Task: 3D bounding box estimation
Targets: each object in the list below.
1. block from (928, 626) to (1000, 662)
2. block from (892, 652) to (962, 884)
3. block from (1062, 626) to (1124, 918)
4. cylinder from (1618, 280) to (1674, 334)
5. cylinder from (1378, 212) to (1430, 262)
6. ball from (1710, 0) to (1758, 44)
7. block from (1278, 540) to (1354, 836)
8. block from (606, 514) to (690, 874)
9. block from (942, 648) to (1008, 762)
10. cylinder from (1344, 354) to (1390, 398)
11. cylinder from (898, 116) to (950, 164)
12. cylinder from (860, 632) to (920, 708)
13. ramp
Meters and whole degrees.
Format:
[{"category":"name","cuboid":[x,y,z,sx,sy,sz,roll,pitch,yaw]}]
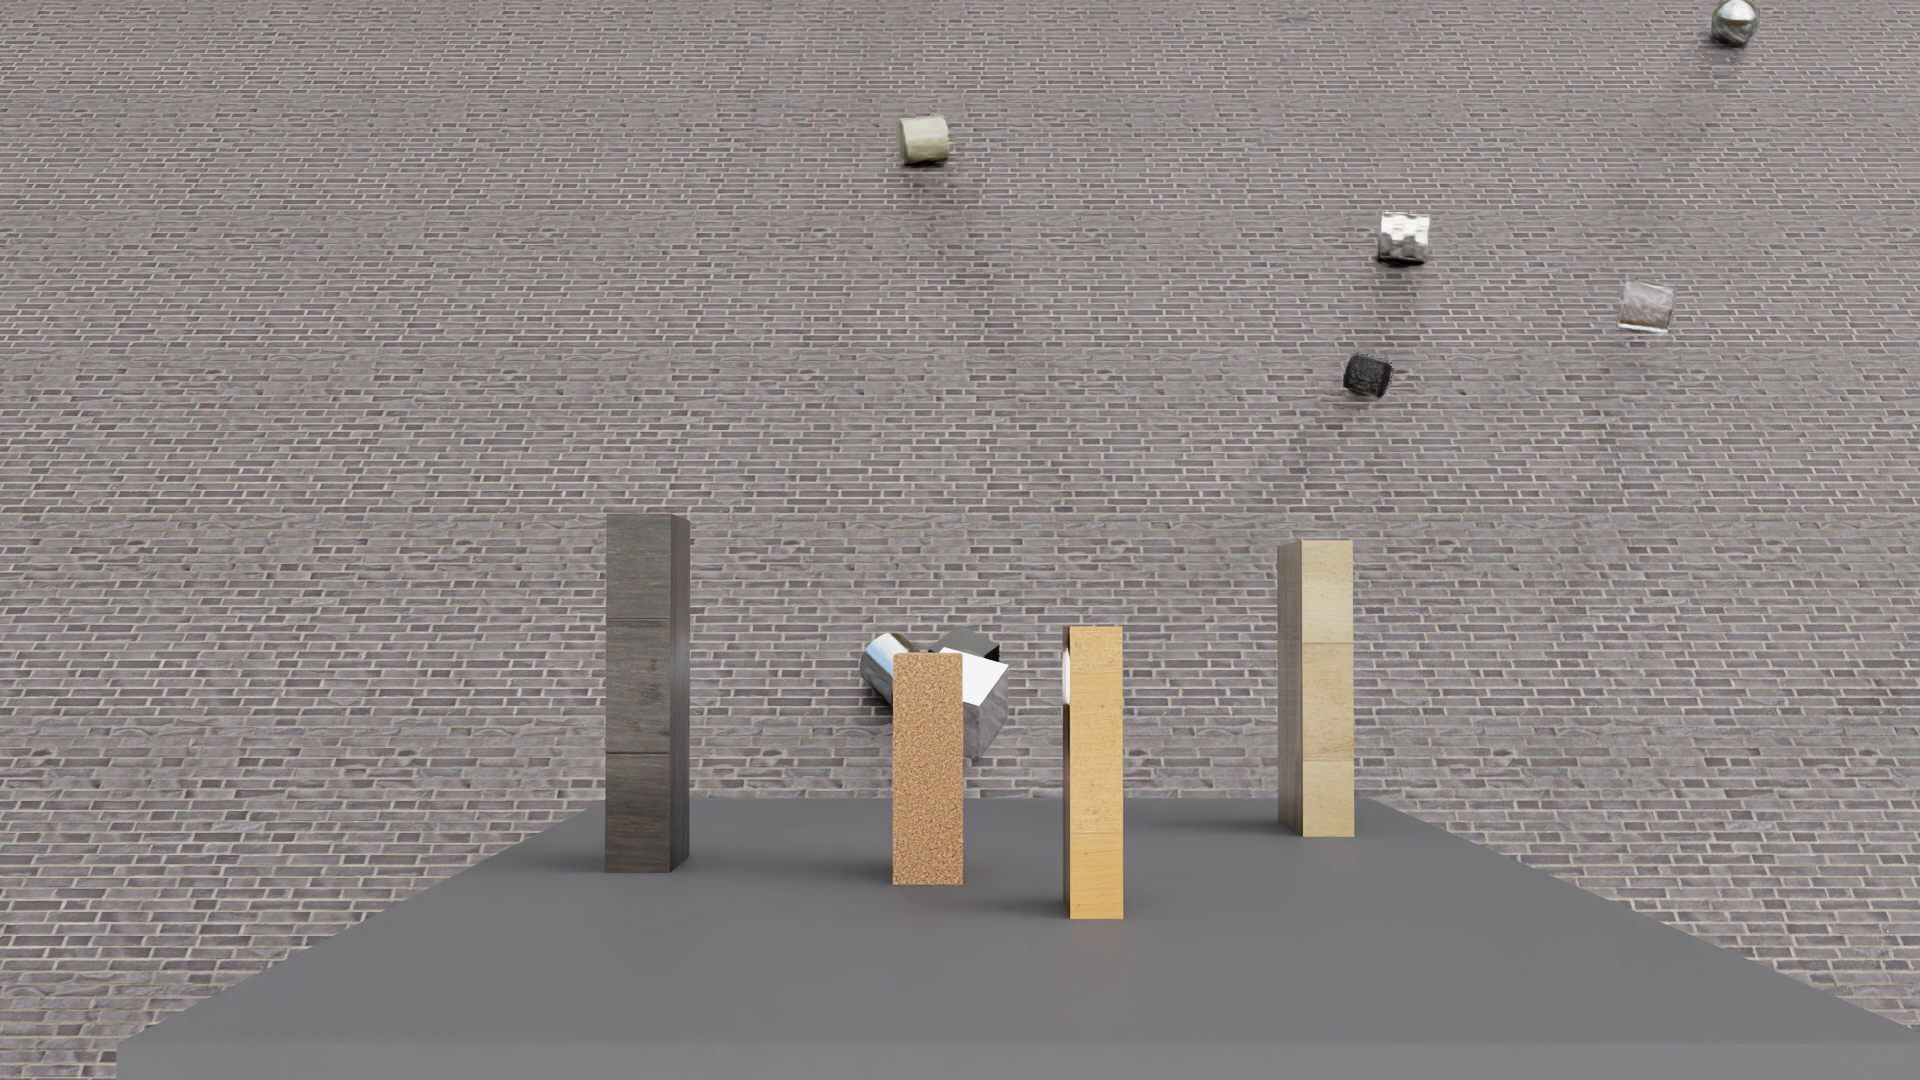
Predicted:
[{"category":"block","cuboid":[0.010,0.356,7.313,0.143,0.143,0.143,26,42,32]},{"category":"block","cuboid":[-0.057,0.411,4.770,0.123,0.403,0.377,0,-2,0]},{"category":"block","cuboid":[0.213,0.367,4.192,0.082,0.454,0.288,0,-2,0]},{"category":"cylinder","cuboid":[2.364,-0.805,8.946,0.165,0.165,0.165,9,36,13]},{"category":"cylinder","cuboid":[1.597,-1.089,9.352,0.165,0.165,0.165,6,36,8]},{"category":"ball","cuboid":[3.240,-2.169,10.866,0.191,0.191,0.191,0,35,0]},{"category":"block","cuboid":[0.794,0.327,5.826,0.110,0.638,0.436,0,-2,0]},{"category":"block","cuboid":[-0.594,0.288,4.964,0.119,0.662,0.349,0,-2,0]},{"category":"block","cuboid":[0.004,0.450,7.134,0.194,0.194,0.194,15,38,20]},{"category":"cylinder","cuboid":[1.351,-0.545,8.617,0.117,0.117,0.117,19,39,25]},{"category":"cylinder","cuboid":[-0.142,-1.537,9.989,0.166,0.166,0.166,-8,36,-11]},{"category":"cylinder","cuboid":[-0.167,0.373,7.269,0.167,0.167,0.167,-21,40,-27]},{"category":"ramp","cuboid":[0.077,0.665,4.838,2.000,0.100,4.000,0,-2,0]}]
